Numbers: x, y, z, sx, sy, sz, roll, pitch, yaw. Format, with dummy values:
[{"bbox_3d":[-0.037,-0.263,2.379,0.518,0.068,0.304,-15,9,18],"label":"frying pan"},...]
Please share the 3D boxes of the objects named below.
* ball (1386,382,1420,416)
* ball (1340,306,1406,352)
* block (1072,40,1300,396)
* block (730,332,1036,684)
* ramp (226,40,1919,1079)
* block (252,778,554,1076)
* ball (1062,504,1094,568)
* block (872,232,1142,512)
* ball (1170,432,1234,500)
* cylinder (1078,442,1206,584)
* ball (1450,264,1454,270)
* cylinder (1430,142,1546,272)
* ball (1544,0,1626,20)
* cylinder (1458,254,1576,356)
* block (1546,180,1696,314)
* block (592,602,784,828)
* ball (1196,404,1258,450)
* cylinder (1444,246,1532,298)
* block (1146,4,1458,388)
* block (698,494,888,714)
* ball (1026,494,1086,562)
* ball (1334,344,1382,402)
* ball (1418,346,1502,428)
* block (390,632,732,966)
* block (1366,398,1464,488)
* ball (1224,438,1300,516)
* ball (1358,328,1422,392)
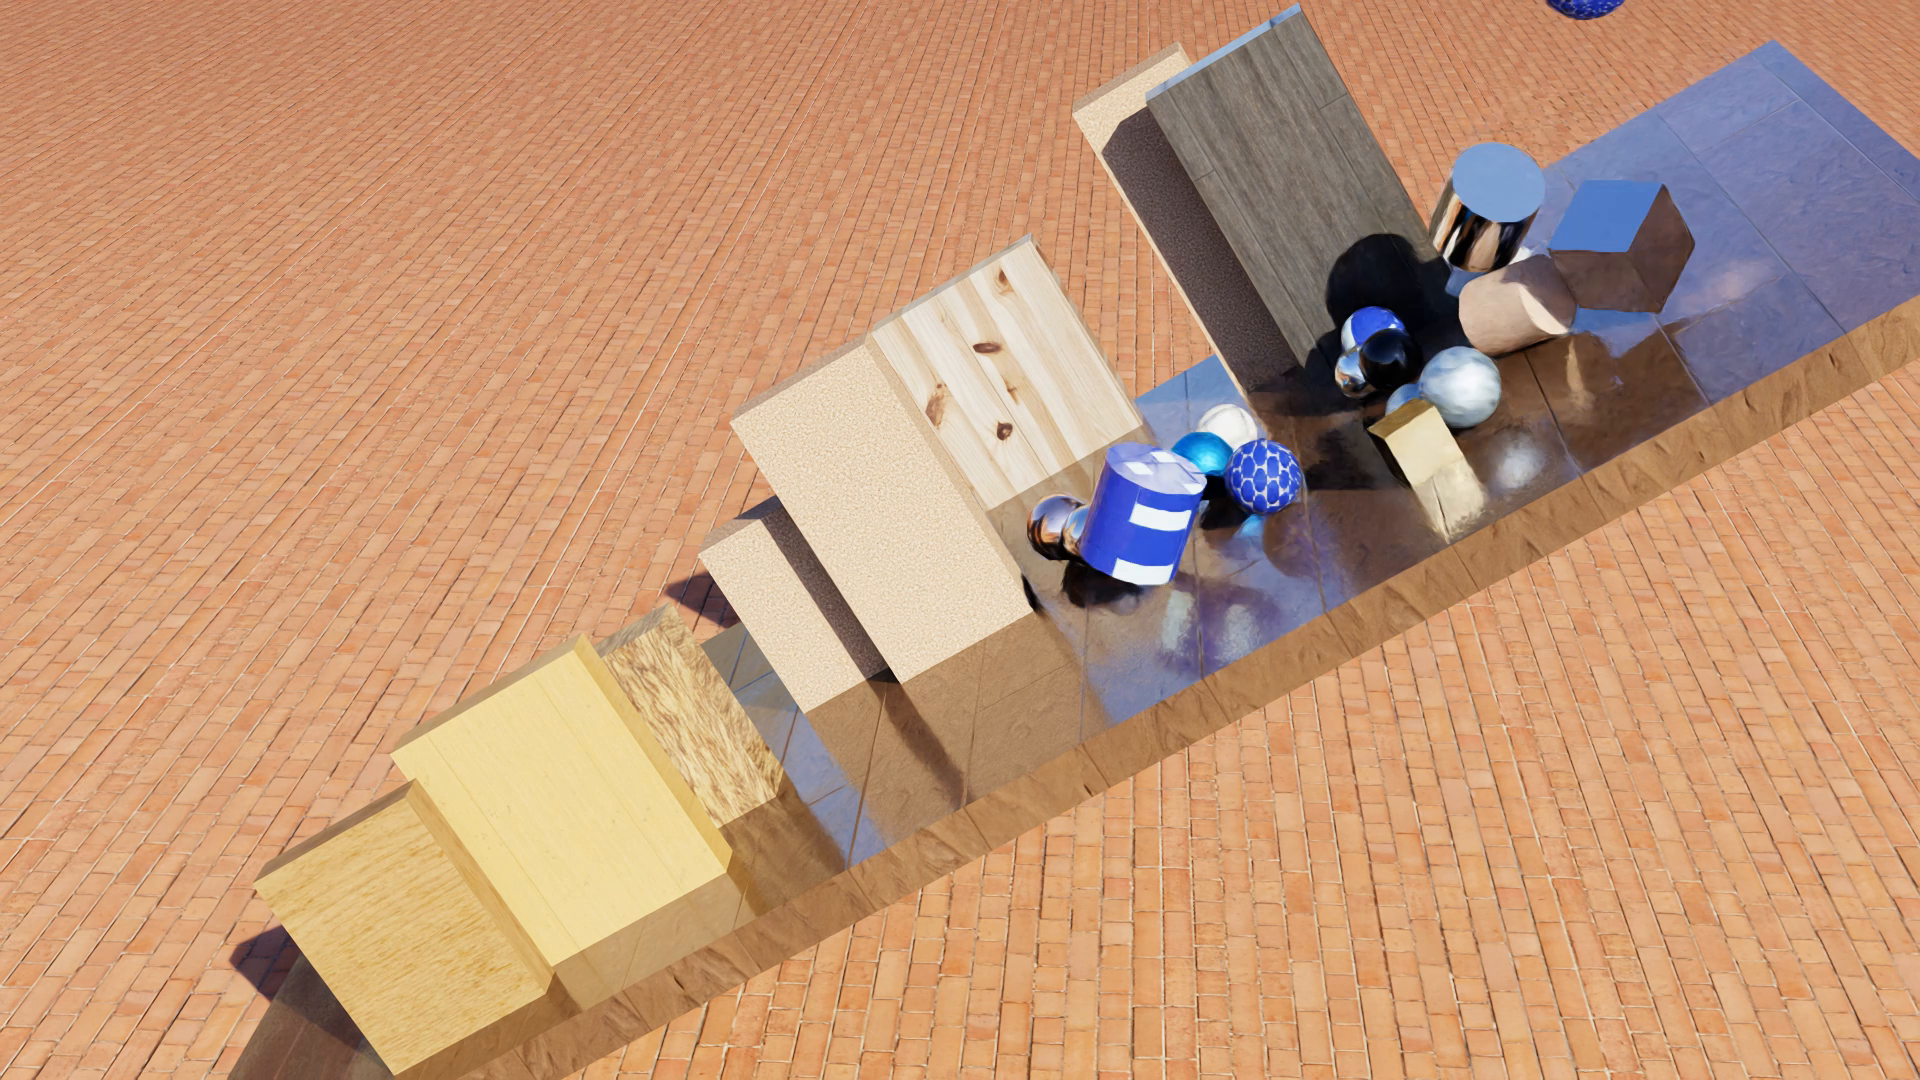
[{"bbox_3d":[0.879,-0.245,5.672,0.117,0.117,0.117,0,19,0],"label":"ball"},{"bbox_3d":[0.871,-0.423,6.194,0.140,0.140,0.140,0,19,0],"label":"ball"},{"bbox_3d":[0.561,-0.719,6.603,0.271,0.749,0.141,-29,15,13],"label":"block"},{"bbox_3d":[-0.157,-0.064,6.135,0.327,0.669,0.107,-29,15,13],"label":"block"},{"bbox_3d":[0.141,0.169,6.288,4.000,0.100,2.000,-29,15,13],"label":"ramp"},{"bbox_3d":[-1.087,0.760,5.762,0.365,0.483,0.095,-29,15,13],"label":"block"},{"bbox_3d":[0.277,-0.009,6.122,0.132,0.132,0.132,0,19,0],"label":"ball"},{"bbox_3d":[0.113,-0.392,6.940,0.435,0.514,0.085,-29,15,13],"label":"block"},{"bbox_3d":[0.502,-0.154,6.101,0.144,0.144,0.144,0,19,0],"label":"ball"},{"bbox_3d":[0.357,-0.052,5.782,0.204,0.204,0.204,13,27,-7],"label":"cylinder"},{"bbox_3d":[1.117,-0.609,6.338,0.126,0.126,0.126,0,19,0],"label":"ball"},{"bbox_3d":[1.040,-0.655,5.805,0.186,0.186,0.186,2,63,-5],"label":"cylinder"},{"bbox_3d":[1.216,-1.112,5.714,0.202,0.202,0.202,0,19,0],"label":"ball"},{"bbox_3d":[1.099,-0.461,5.801,0.163,0.163,0.163,-17,-2,-39],"label":"cylinder"},{"bbox_3d":[1.253,-0.556,5.571,0.174,0.174,0.174,8,59,44],"label":"block"},{"bbox_3d":[-0.610,0.395,6.054,0.292,0.434,0.137,-29,15,13],"label":"block"},{"bbox_3d":[0.564,-0.223,6.224,0.130,0.130,0.130,0,19,0],"label":"ball"},{"bbox_3d":[1.092,-0.556,6.079,0.138,0.138,0.138,19,13,-4],"label":"cylinder"},{"bbox_3d":[0.745,-0.734,6.311,0.375,0.730,0.108,-29,15,13],"label":"block"},{"bbox_3d":[-0.301,0.101,6.378,0.344,0.426,0.134,-29,15,13],"label":"block"},{"bbox_3d":[0.214,-0.027,6.284,0.145,0.145,0.145,0,19,0],"label":"ball"},{"bbox_3d":[0.833,-0.346,6.091,0.117,0.117,0.117,0,19,0],"label":"ball"},{"bbox_3d":[0.945,-0.288,5.558,0.155,0.155,0.155,0,19,0],"label":"ball"},{"bbox_3d":[-0.782,0.519,5.797,0.435,0.541,0.097,-29,15,13],"label":"block"},{"bbox_3d":[0.854,-0.183,5.531,0.113,0.113,0.113,-33,15,-2],"label":"block"},{"bbox_3d":[0.596,-0.124,5.796,0.151,0.151,0.151,0,19,0],"label":"ball"},{"bbox_3d":[0.874,-0.365,5.972,0.130,0.130,0.130,0,19,0],"label":"ball"}]
